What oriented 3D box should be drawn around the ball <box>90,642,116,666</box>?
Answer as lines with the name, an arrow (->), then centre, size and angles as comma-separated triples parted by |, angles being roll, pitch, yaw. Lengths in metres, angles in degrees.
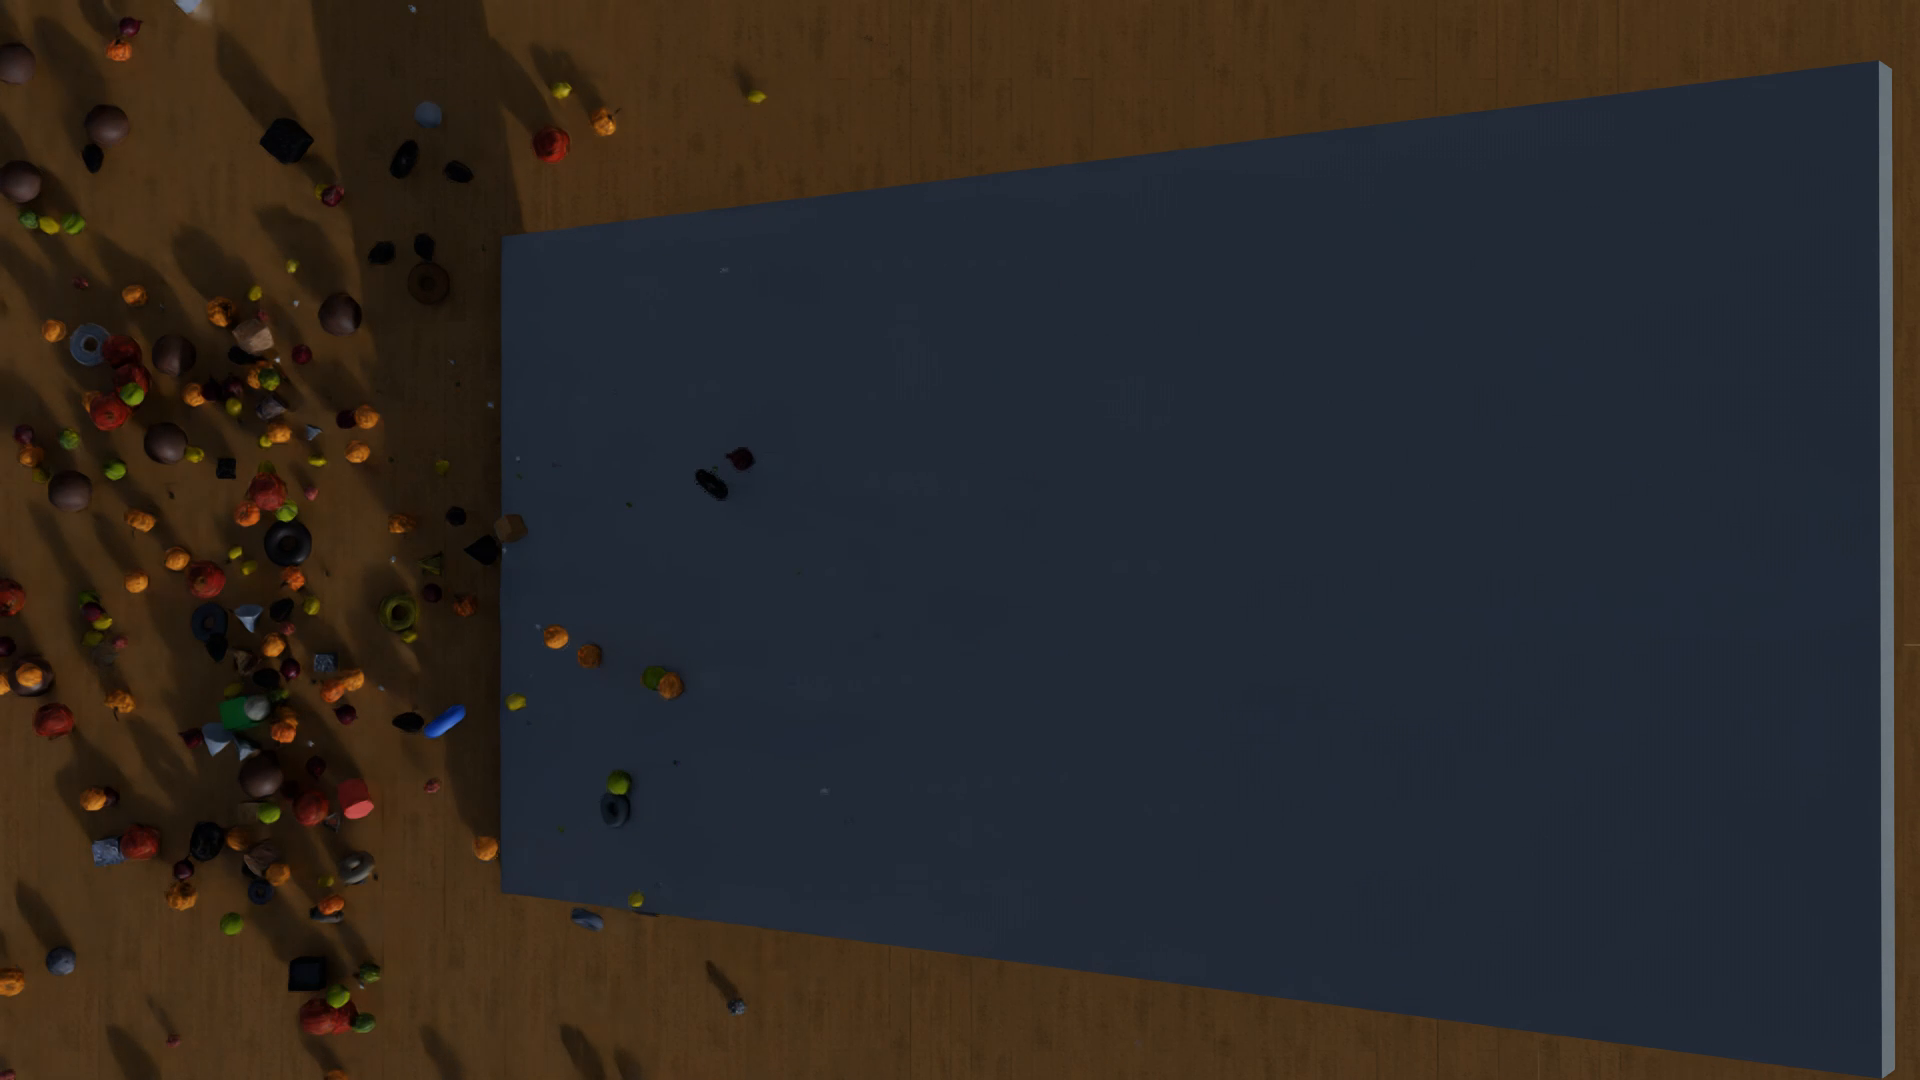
ball -> -2.627, 0.352, 6.748 | 0.075, 0.075, 0.075 | 0, 90, 0

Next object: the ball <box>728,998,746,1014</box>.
ball -> -0.685, 1.432, 6.753 | 0.050, 0.050, 0.050 | 0, 90, 0

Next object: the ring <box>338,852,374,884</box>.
ring -> -1.841, 0.998, 6.703 | 0.120, 0.120, 0.040 | -23, 123, 0

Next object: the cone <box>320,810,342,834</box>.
cone -> -1.921, 0.856, 6.767 | 0.067, 0.067, 0.067 | 37, 63, 0

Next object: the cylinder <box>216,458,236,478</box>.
cylinder -> -2.252, -0.219, 6.754 | 0.057, 0.057, 0.057 | 4, 93, 0

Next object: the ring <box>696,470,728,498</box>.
ring -> -0.689, -0.154, 6.105 | 0.102, 0.102, 0.034 | 36, 79, 0

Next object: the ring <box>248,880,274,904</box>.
ring -> -2.152, 1.082, 6.768 | 0.078, 0.026, 0.078 | 0, 89, 1

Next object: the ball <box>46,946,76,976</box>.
ball -> -2.752, 1.290, 6.735 | 0.088, 0.088, 0.088 | 0, 90, 0

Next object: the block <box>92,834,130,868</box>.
block -> -2.603, 0.952, 6.739 | 0.078, 0.078, 0.078 | -9, 90, -2

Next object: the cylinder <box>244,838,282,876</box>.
cylinder -> -2.123, 0.967, 6.700 | 0.082, 0.082, 0.082 | 48, 53, 0

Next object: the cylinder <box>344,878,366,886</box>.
cylinder -> -1.861, 1.033, 6.752 | 0.054, 0.054, 0.054 | -5, 90, 3

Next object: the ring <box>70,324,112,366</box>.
ring -> -2.676, -0.602, 6.771 | 0.131, 0.044, 0.131 | 0, 89, -1

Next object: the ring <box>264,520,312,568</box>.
ring -> -2.066, 0.010, 6.764 | 0.148, 0.049, 0.148 | 0, 89, -1

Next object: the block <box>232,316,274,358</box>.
block -> -2.156, -0.619, 6.712 | 0.076, 0.076, 0.076 | 29, 57, 27

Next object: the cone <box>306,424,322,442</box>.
cone -> -1.993, -0.321, 6.750 | 0.055, 0.055, 0.055 | 20, 92, 0

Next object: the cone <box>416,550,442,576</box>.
cone -> -1.629, 0.070, 6.731 | 0.080, 0.080, 0.080 | 3, 90, -6

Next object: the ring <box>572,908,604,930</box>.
ring -> -1.105, 1.127, 6.534 | 0.103, 0.103, 0.034 | 17, 60, 0

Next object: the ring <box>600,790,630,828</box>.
ring -> -1.000, 0.780, 6.382 | 0.109, 0.036, 0.109 | -1, 88, 38

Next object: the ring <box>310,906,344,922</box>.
ring -> -1.939, 1.146, 6.730 | 0.101, 0.101, 0.034 | 10, 91, 0

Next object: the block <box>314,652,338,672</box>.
block -> -1.949, 0.376, 6.758 | 0.054, 0.054, 0.054 | 3, 90, 0

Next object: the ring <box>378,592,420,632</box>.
ring -> -1.727, 0.222, 6.766 | 0.128, 0.043, 0.128 | 0, 90, -1

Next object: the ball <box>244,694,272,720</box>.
ball -> -2.130, 0.508, 6.671 | 0.081, 0.081, 0.081 | 0, 90, 0

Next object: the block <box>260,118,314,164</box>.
block -> -2.063, -1.223, 6.738 | 0.097, 0.097, 0.097 | 42, 104, 0

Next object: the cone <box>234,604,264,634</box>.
cone -> -2.184, 0.254, 6.767 | 0.085, 0.085, 0.085 | 2, 116, 0

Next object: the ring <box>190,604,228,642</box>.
ring -> -2.306, 0.255, 6.759 | 0.122, 0.041, 0.122 | -1, 83, 11

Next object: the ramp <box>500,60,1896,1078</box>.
ramp -> 0.233, 0.065, 5.553 | 4.000, 0.100, 2.000 | 0, 89, 37

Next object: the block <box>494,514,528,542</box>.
block -> -1.357, -0.035, 6.637 | 0.062, 0.062, 0.062 | -38, 68, 30

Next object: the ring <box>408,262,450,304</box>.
ring -> -1.638, -0.791, 6.773 | 0.130, 0.043, 0.130 | 0, 89, -1

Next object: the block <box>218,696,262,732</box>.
block -> -2.204, 0.532, 6.735 | 0.087, 0.087, 0.087 | -17, 82, 1

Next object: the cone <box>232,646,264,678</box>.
cone -> -2.181, 0.355, 6.678 | 0.090, 0.090, 0.090 | -38, 109, 0

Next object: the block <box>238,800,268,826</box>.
block -> -2.171, 0.837, 6.748 | 0.068, 0.068, 0.068 | -1, 90, 0

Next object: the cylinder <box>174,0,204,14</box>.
cylinder -> -2.373, -1.661, 6.750 | 0.069, 0.069, 0.069 | -40, 114, 0

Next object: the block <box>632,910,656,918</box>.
block -> -0.960, 1.107, 6.730 | 0.068, 0.068, 0.068 | 11, 63, 0

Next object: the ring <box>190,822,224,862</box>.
ring -> -2.296, 0.920, 6.701 | 0.041, 0.122, 0.122 | 9, 90, 25

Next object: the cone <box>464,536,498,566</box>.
cone -> -1.478, 0.031, 6.709 | 0.093, 0.093, 0.093 | 0, 89, 37

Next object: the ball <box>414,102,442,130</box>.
ball -> -1.633, -1.305, 6.755 | 0.085, 0.085, 0.085 | 0, 90, 0

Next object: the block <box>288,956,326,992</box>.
block -> -1.998, 1.329, 6.735 | 0.087, 0.087, 0.087 | 2, 90, 0

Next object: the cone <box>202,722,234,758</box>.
cone -> -2.290, 0.631, 6.761 | 0.100, 0.100, 0.100 | 22, 116, 0
